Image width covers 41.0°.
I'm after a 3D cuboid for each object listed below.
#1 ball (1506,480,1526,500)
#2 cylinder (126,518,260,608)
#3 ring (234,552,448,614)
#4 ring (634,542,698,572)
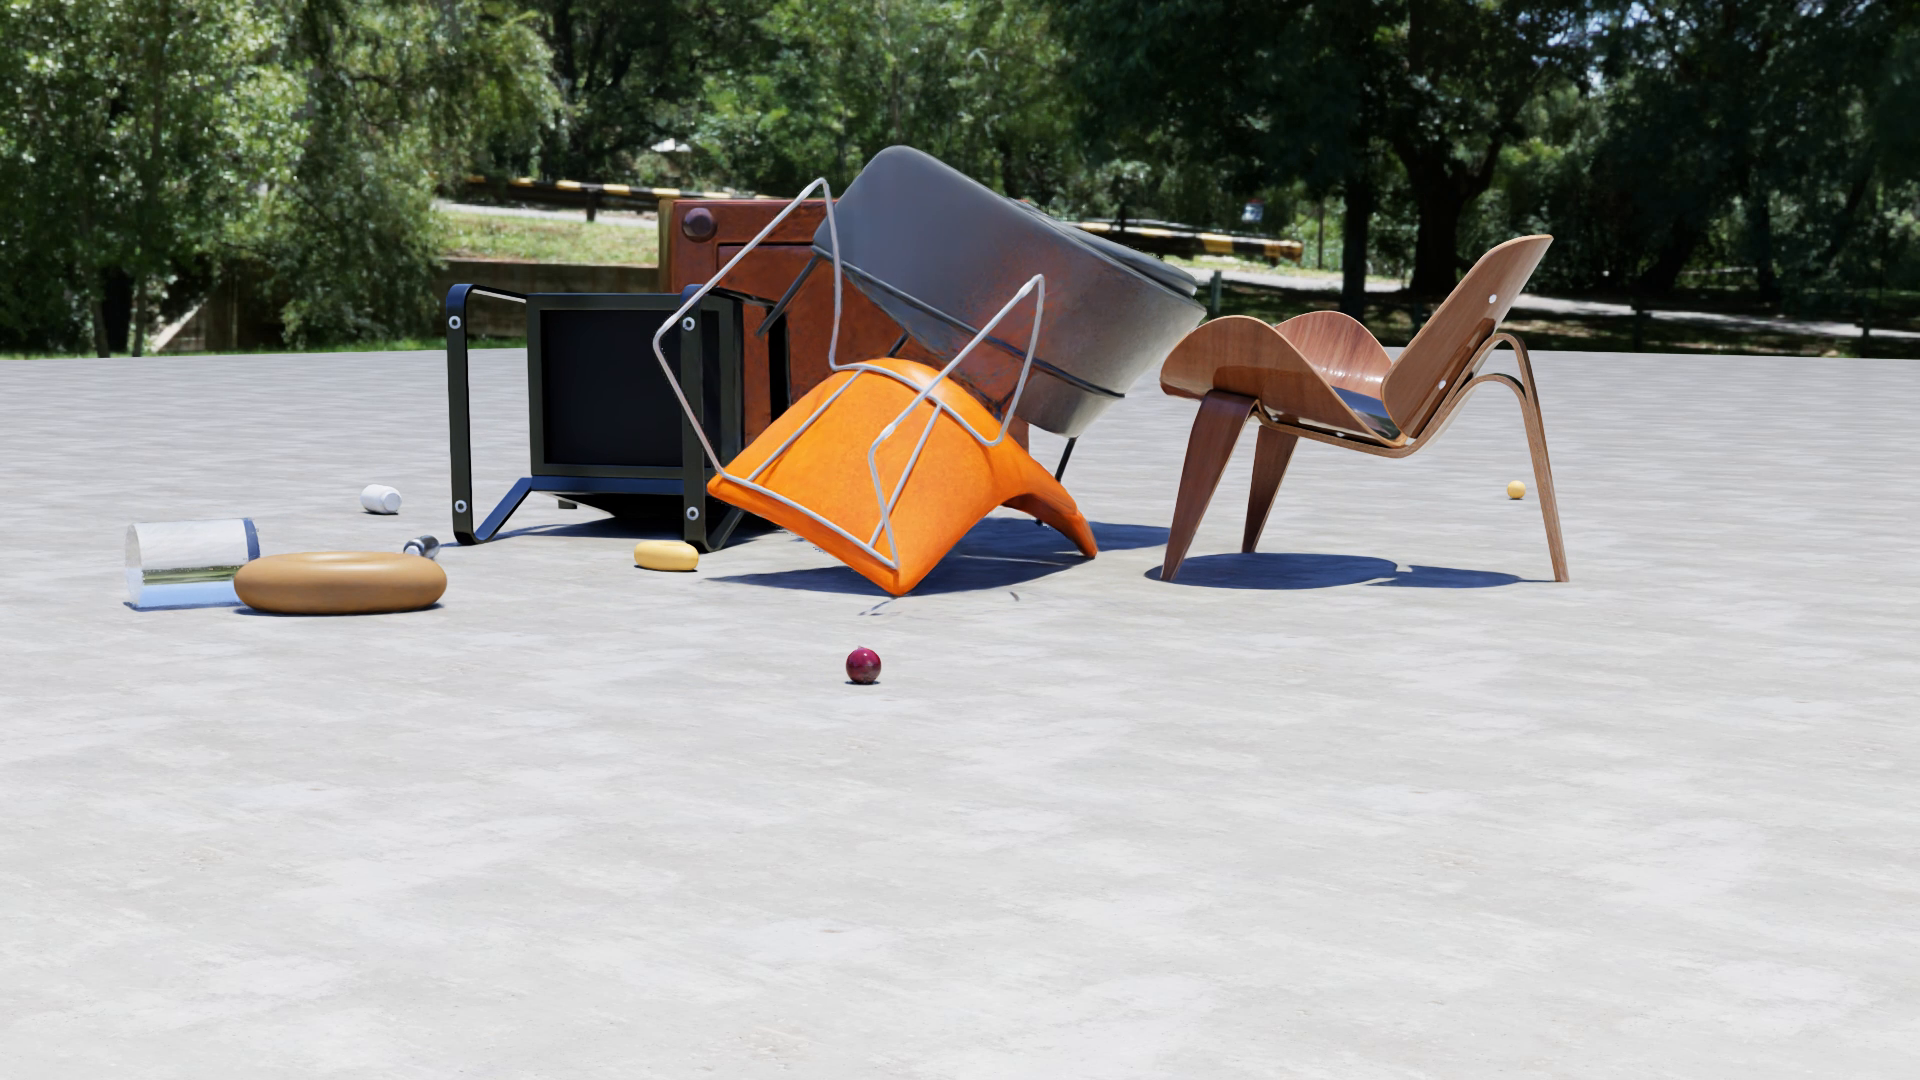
[{"bbox_3d":[1.644,-0.148,7.581,0.055,0.055,0.055,0,6,0],"label":"ball"},{"bbox_3d":[-1.543,0.045,5.158,0.230,0.169,0.178,-3,13,-28],"label":"cylinder"},{"bbox_3d":[-1.228,0.085,5.091,0.413,0.104,0.266,0,7,-11],"label":"ring"},{"bbox_3d":[-0.663,0.037,5.784,0.095,0.057,0.213,-8,9,-42],"label":"ring"}]
